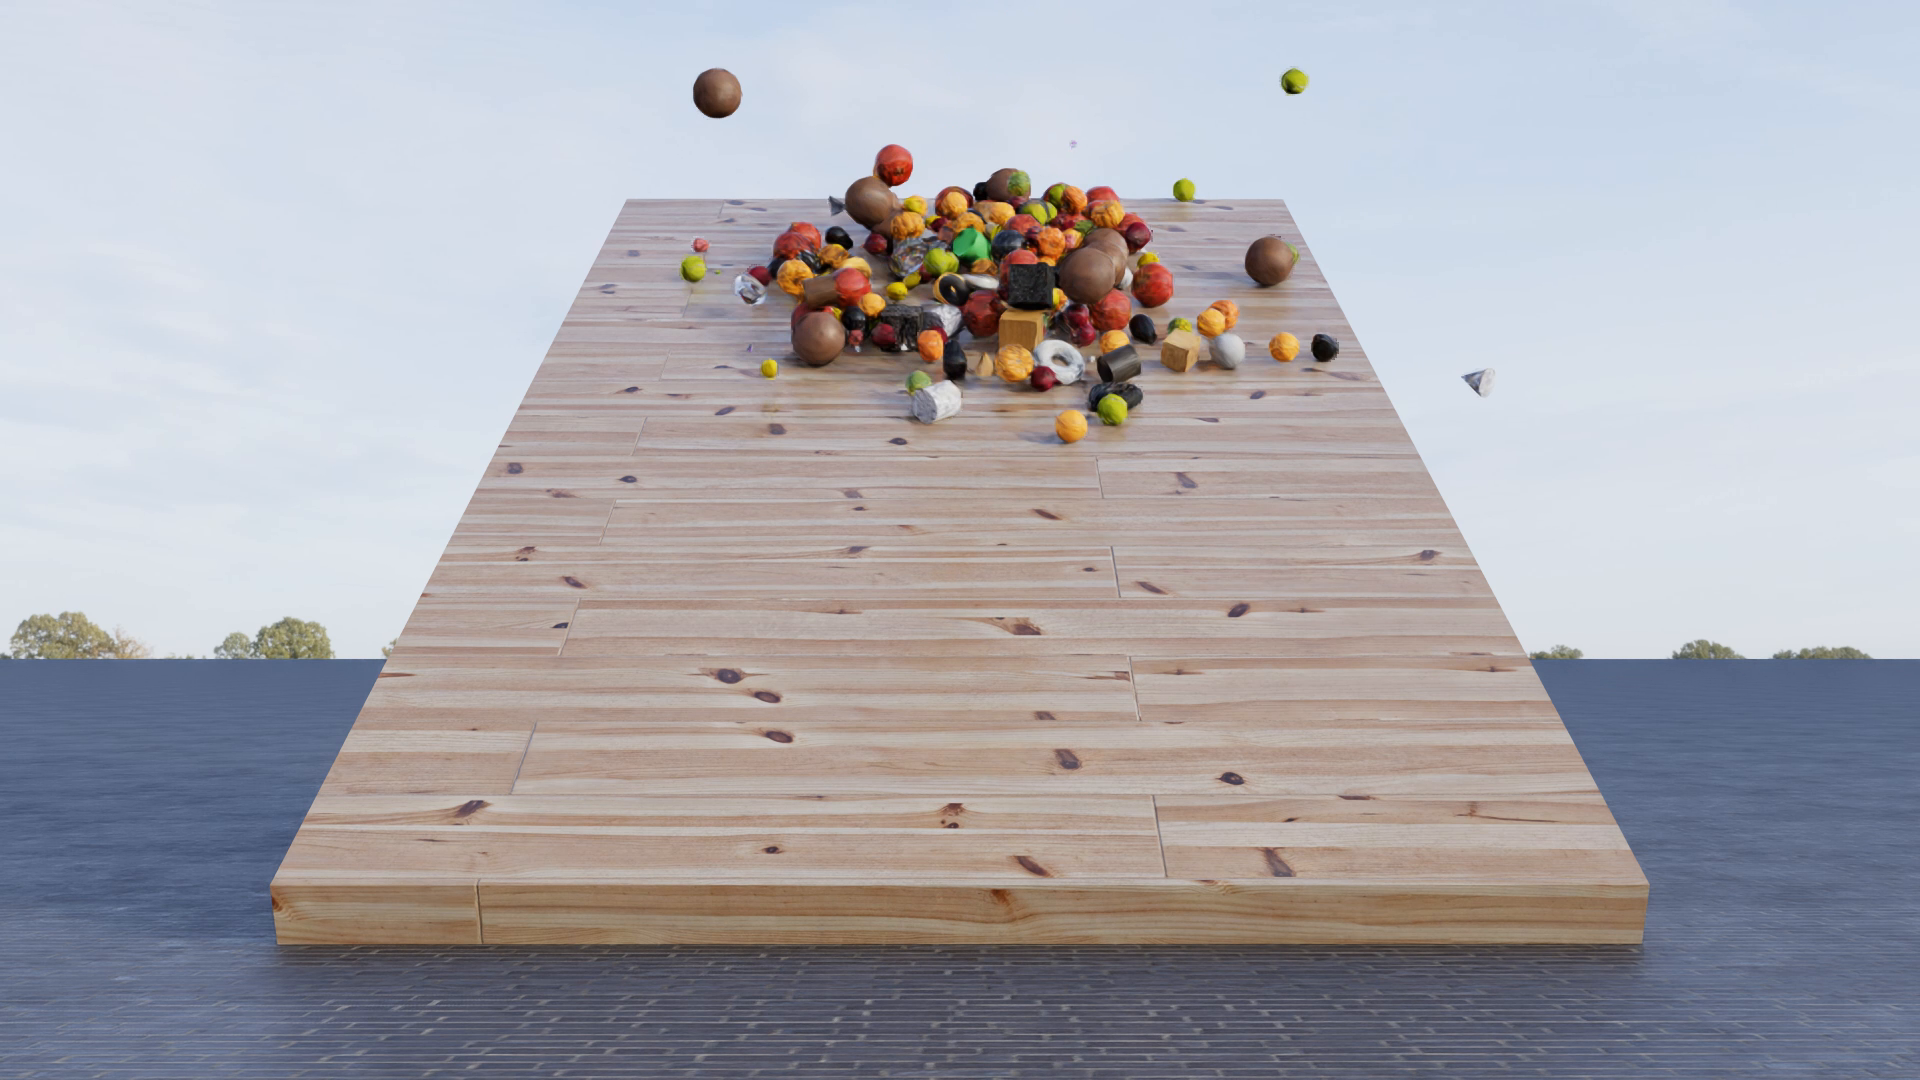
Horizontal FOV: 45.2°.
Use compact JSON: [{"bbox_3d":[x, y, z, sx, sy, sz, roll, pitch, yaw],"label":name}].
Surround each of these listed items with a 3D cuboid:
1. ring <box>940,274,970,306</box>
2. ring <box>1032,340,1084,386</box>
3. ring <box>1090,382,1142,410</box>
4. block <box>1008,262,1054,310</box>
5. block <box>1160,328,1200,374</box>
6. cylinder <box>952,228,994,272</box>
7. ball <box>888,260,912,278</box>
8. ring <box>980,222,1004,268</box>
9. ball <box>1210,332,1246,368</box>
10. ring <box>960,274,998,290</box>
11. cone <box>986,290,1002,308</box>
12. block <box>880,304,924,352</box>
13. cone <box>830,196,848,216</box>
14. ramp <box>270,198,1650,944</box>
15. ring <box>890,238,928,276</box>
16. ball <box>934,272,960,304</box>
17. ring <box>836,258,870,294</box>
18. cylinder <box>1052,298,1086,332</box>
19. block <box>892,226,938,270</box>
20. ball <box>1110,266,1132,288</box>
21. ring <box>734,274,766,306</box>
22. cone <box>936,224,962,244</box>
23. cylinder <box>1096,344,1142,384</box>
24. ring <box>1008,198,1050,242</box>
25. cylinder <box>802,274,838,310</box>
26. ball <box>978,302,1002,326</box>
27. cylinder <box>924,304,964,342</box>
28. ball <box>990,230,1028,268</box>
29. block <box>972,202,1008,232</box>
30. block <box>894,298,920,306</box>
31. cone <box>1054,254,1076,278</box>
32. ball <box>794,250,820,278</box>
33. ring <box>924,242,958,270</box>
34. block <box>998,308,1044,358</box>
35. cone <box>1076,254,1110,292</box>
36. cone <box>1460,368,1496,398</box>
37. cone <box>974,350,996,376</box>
[{"bbox_3d":[-0.014,-0.618,5.716,0.087,0.087,0.029,-3,33,47],"label":"ring"},{"bbox_3d":[0.231,-0.418,5.435,0.131,0.131,0.044,1,-38,-23],"label":"ring"},{"bbox_3d":[0.357,-0.328,5.276,0.123,0.041,0.123,-1,23,1],"label":"ring"},{"bbox_3d":[0.175,-0.621,5.653,0.097,0.097,0.097,0,-4,12],"label":"block"},{"bbox_3d":[0.526,-0.452,5.508,0.067,0.067,0.067,22,42,21],"label":"block"},{"bbox_3d":[0.040,-0.782,6.203,0.086,0.086,0.086,-3,-27,45],"label":"cylinder"},{"bbox_3d":[-0.155,-0.743,6.221,0.077,0.077,0.077,0,-3,0],"label":"ball"},{"bbox_3d":[0.104,-0.808,6.321,0.045,0.136,0.136,-37,11,-20],"label":"ring"},{"bbox_3d":[0.640,-0.453,5.518,0.085,0.085,0.085,0,-3,0],"label":"ball"},{"bbox_3d":[0.047,-0.681,6.080,0.111,0.037,0.111,4,10,-1],"label":"ring"},{"bbox_3d":[0.084,-0.623,5.966,0.053,0.053,0.053,0,23,0],"label":"cone"},{"bbox_3d":[-0.142,-0.520,5.665,0.092,0.092,0.092,3,23,7],"label":"block"},{"bbox_3d":[-0.362,-0.973,6.652,0.055,0.055,0.055,-30,22,13],"label":"cone"},{"bbox_3d":[-0.007,-0.224,5.207,2.000,0.100,4.000,0,23,0],"label":"ramp"},{"bbox_3d":[-0.133,-0.734,5.976,0.112,0.112,0.037,3,33,-51],"label":"ring"},{"bbox_3d":[-0.027,-0.652,5.991,0.086,0.086,0.086,0,-3,0],"label":"ball"},{"bbox_3d":[-0.278,-0.687,5.995,0.101,0.101,0.034,2,25,-38],"label":"ring"},{"bbox_3d":[0.271,-0.558,5.731,0.060,0.060,0.060,4,-43,-52],"label":"cylinder"},{"bbox_3d":[-0.124,-0.801,6.331,0.090,0.090,0.090,-13,32,-27],"label":"block"},{"bbox_3d":[0.430,-0.699,6.140,0.059,0.059,0.059,0,-3,0],"label":"ball"},{"bbox_3d":[-0.535,-0.637,5.884,0.093,0.093,0.031,3,-35,-43],"label":"ring"},{"bbox_3d":[-0.019,-0.811,6.287,0.081,0.081,0.081,1,19,-16],"label":"cone"},{"bbox_3d":[0.372,-0.408,5.395,0.077,0.077,0.077,-25,5,-17],"label":"cylinder"},{"bbox_3d":[0.195,-0.899,6.495,0.046,0.139,0.139,42,19,27],"label":"ring"},{"bbox_3d":[-0.340,-0.603,5.616,0.076,0.076,0.076,-12,-2,-3],"label":"cylinder"},{"bbox_3d":[0.077,-0.569,5.825,0.062,0.062,0.062,0,-3,0],"label":"ball"},{"bbox_3d":[-0.046,-0.539,5.725,0.082,0.082,0.082,-2,17,39],"label":"cylinder"},{"bbox_3d":[0.127,-0.759,6.004,0.099,0.099,0.099,0,-3,0],"label":"ball"},{"bbox_3d":[0.085,-0.883,6.485,0.096,0.096,0.096,-1,-37,-3],"label":"block"},{"bbox_3d":[-0.132,-0.566,5.798,0.057,0.057,0.057,-8,41,-26],"label":"block"},{"bbox_3d":[0.278,-0.722,6.221,0.072,0.072,0.072,-27,-9,13],"label":"cone"},{"bbox_3d":[-0.398,-0.718,6.006,0.070,0.070,0.070,0,-3,0],"label":"ball"},{"bbox_3d":[-0.056,-0.774,6.278,0.108,0.036,0.108,2,-29,1],"label":"ring"},{"bbox_3d":[0.150,-0.506,5.634,0.092,0.092,0.092,5,23,13],"label":"block"},{"bbox_3d":[0.340,-0.705,6.171,0.099,0.099,0.099,1,-4,-15],"label":"cone"},{"bbox_3d":[1.267,-0.395,5.689,0.078,0.078,0.078,18,9,38],"label":"cone"},{"bbox_3d":[0.060,-0.425,5.488,0.056,0.056,0.056,0,23,0],"label":"cone"}]
